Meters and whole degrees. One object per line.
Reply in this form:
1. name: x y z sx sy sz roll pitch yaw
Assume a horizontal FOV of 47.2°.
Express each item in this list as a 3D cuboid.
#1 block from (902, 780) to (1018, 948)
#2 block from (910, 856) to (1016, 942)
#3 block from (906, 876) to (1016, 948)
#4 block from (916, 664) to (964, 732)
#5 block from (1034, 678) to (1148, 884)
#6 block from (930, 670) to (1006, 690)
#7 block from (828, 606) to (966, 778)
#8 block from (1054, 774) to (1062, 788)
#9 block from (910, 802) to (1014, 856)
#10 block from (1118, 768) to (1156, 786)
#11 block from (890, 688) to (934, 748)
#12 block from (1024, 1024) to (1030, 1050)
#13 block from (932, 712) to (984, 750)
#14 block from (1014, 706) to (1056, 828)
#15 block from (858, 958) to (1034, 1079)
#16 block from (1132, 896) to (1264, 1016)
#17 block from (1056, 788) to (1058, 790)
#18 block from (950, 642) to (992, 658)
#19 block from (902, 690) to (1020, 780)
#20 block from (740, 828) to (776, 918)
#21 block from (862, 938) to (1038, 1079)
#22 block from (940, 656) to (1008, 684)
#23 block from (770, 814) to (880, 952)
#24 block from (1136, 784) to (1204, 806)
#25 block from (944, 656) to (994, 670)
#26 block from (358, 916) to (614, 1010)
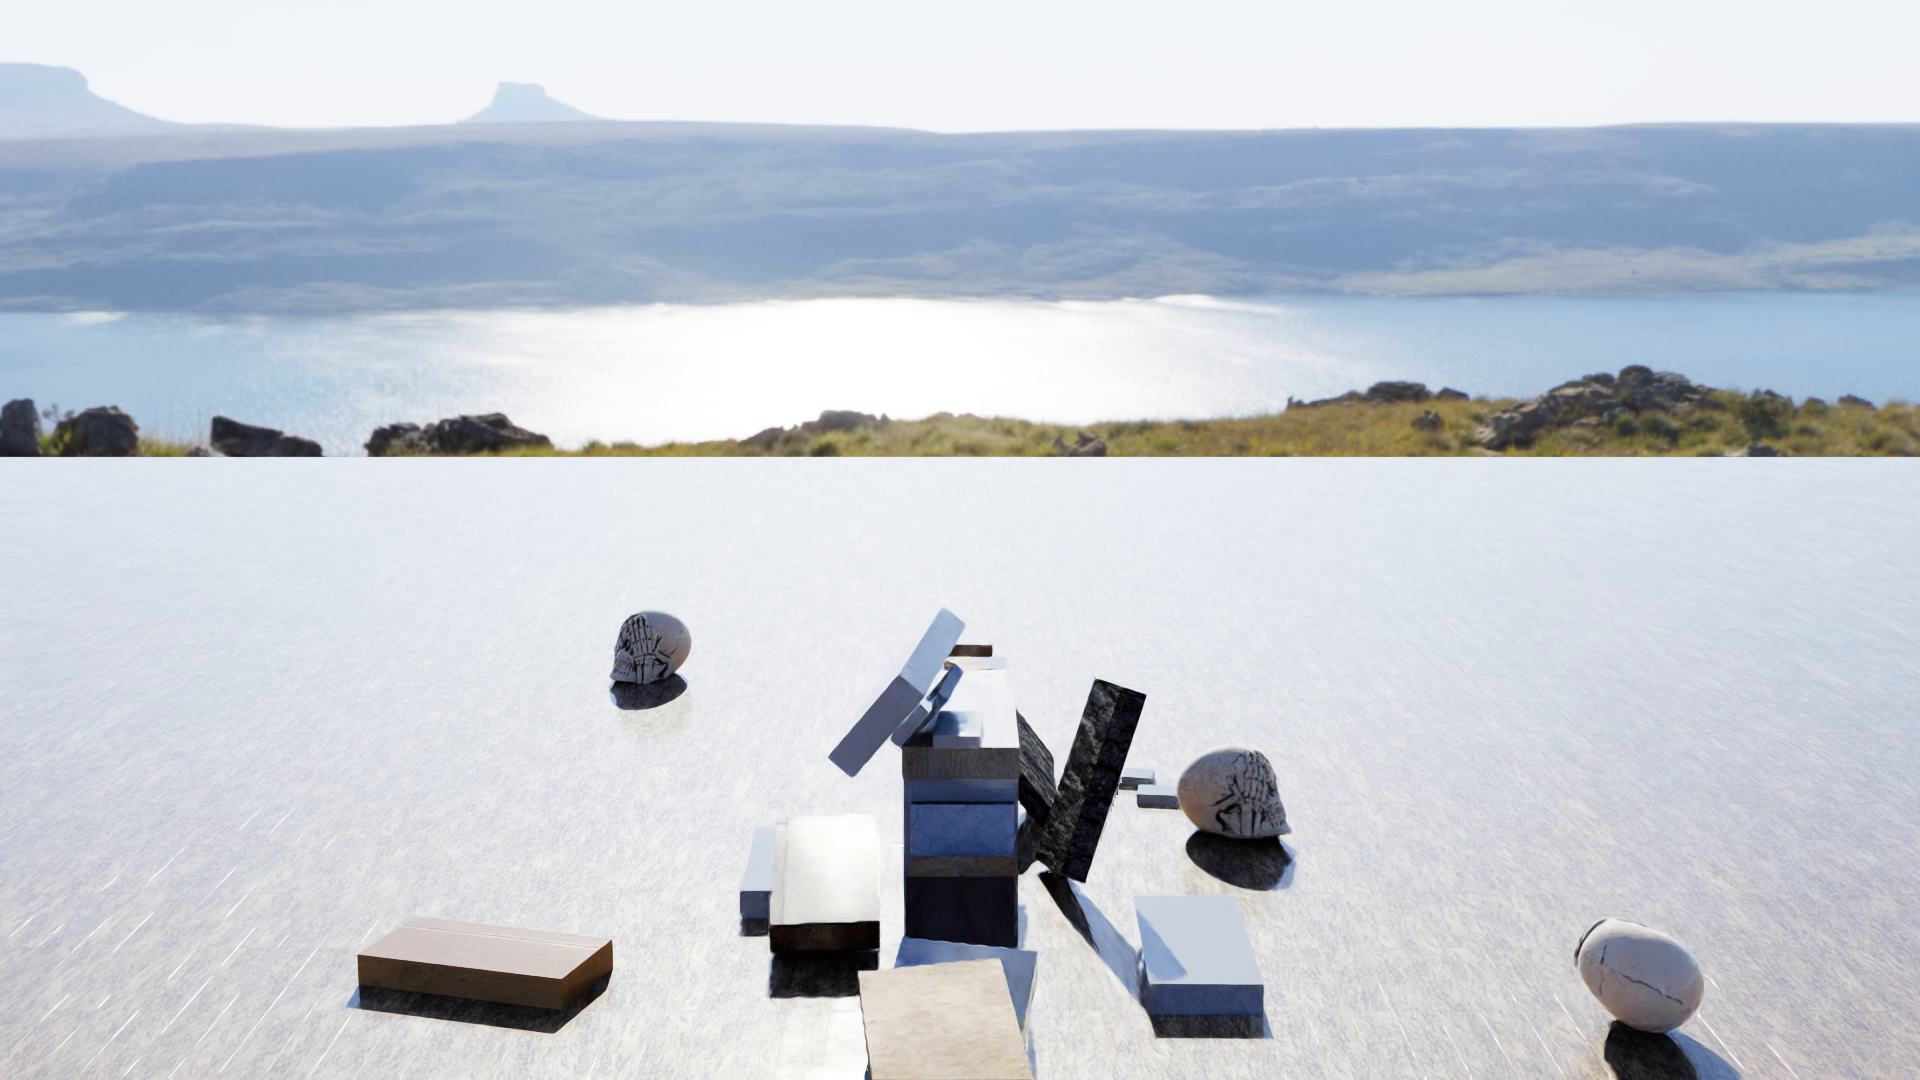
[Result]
1. block: 0.001 0.498 3.241 0.168 0.336 0.048 0 9 0
2. block: 0.004 0.583 3.051 0.149 0.042 0.299 0 55 0
3. block: 0.000 0.599 2.981 0.149 0.042 0.299 0 53 0
4. block: -0.032 0.234 3.273 0.019 0.067 0.134 40 19 -2
5. block: 0.220 0.404 3.728 0.047 0.329 0.165 19 -2 -12
6. block: 0.000 0.271 3.634 0.149 0.042 0.299 0 10 1
7. block: -0.089 0.220 3.250 0.048 0.168 0.336 40 18 -2
8. block: 0.217 0.464 4.257 0.102 0.014 0.051 -18 18 -27
9. block: 0.004 0.529 3.173 0.149 0.299 0.042 0 -2 0
10. block: 0.315 0.462 4.307 0.126 0.018 0.063 3 11 14
11. block: -0.068 0.254 3.161 0.019 0.067 0.134 39 7 -3
12. block: -0.011 0.643 2.614 0.170 0.048 0.382 3 30 5
13. block: -0.002 0.276 3.200 0.067 0.019 0.134 1 11 3
14. block: 0.124 0.421 4.122 0.038 0.135 0.271 -34 14 11
15. block: -0.017 0.575 2.457 0.170 0.048 0.340 -5 17 -5
16. block: 0.357 0.627 3.344 0.165 0.047 0.372 0 11 1
17. block: 0.190 0.491 4.155 0.063 0.018 0.126 -10 15 -43
18. block: -0.004 0.334 4.304 0.135 0.271 0.038 0 11 0
19. block: 0.000 0.290 3.313 0.168 0.048 0.336 0 10 0
20. block: -0.274 0.558 3.713 0.165 0.047 0.329 0 11 -1
21. block: -0.014 0.604 2.585 0.170 0.048 0.340 5 30 8
22. block: 0.013 0.257 3.923 0.131 0.037 0.262 1 11 4
23. block: -0.215 0.546 3.527 0.168 0.048 0.378 -2 18 -3
24. block: 0.401 0.485 4.183 0.126 0.018 0.063 1 11 8
25. block: 0.014 0.228 3.941 0.051 0.014 0.102 -5 12 -24
26. block: -0.712 0.633 3.305 0.336 0.048 0.168 3 11 16
